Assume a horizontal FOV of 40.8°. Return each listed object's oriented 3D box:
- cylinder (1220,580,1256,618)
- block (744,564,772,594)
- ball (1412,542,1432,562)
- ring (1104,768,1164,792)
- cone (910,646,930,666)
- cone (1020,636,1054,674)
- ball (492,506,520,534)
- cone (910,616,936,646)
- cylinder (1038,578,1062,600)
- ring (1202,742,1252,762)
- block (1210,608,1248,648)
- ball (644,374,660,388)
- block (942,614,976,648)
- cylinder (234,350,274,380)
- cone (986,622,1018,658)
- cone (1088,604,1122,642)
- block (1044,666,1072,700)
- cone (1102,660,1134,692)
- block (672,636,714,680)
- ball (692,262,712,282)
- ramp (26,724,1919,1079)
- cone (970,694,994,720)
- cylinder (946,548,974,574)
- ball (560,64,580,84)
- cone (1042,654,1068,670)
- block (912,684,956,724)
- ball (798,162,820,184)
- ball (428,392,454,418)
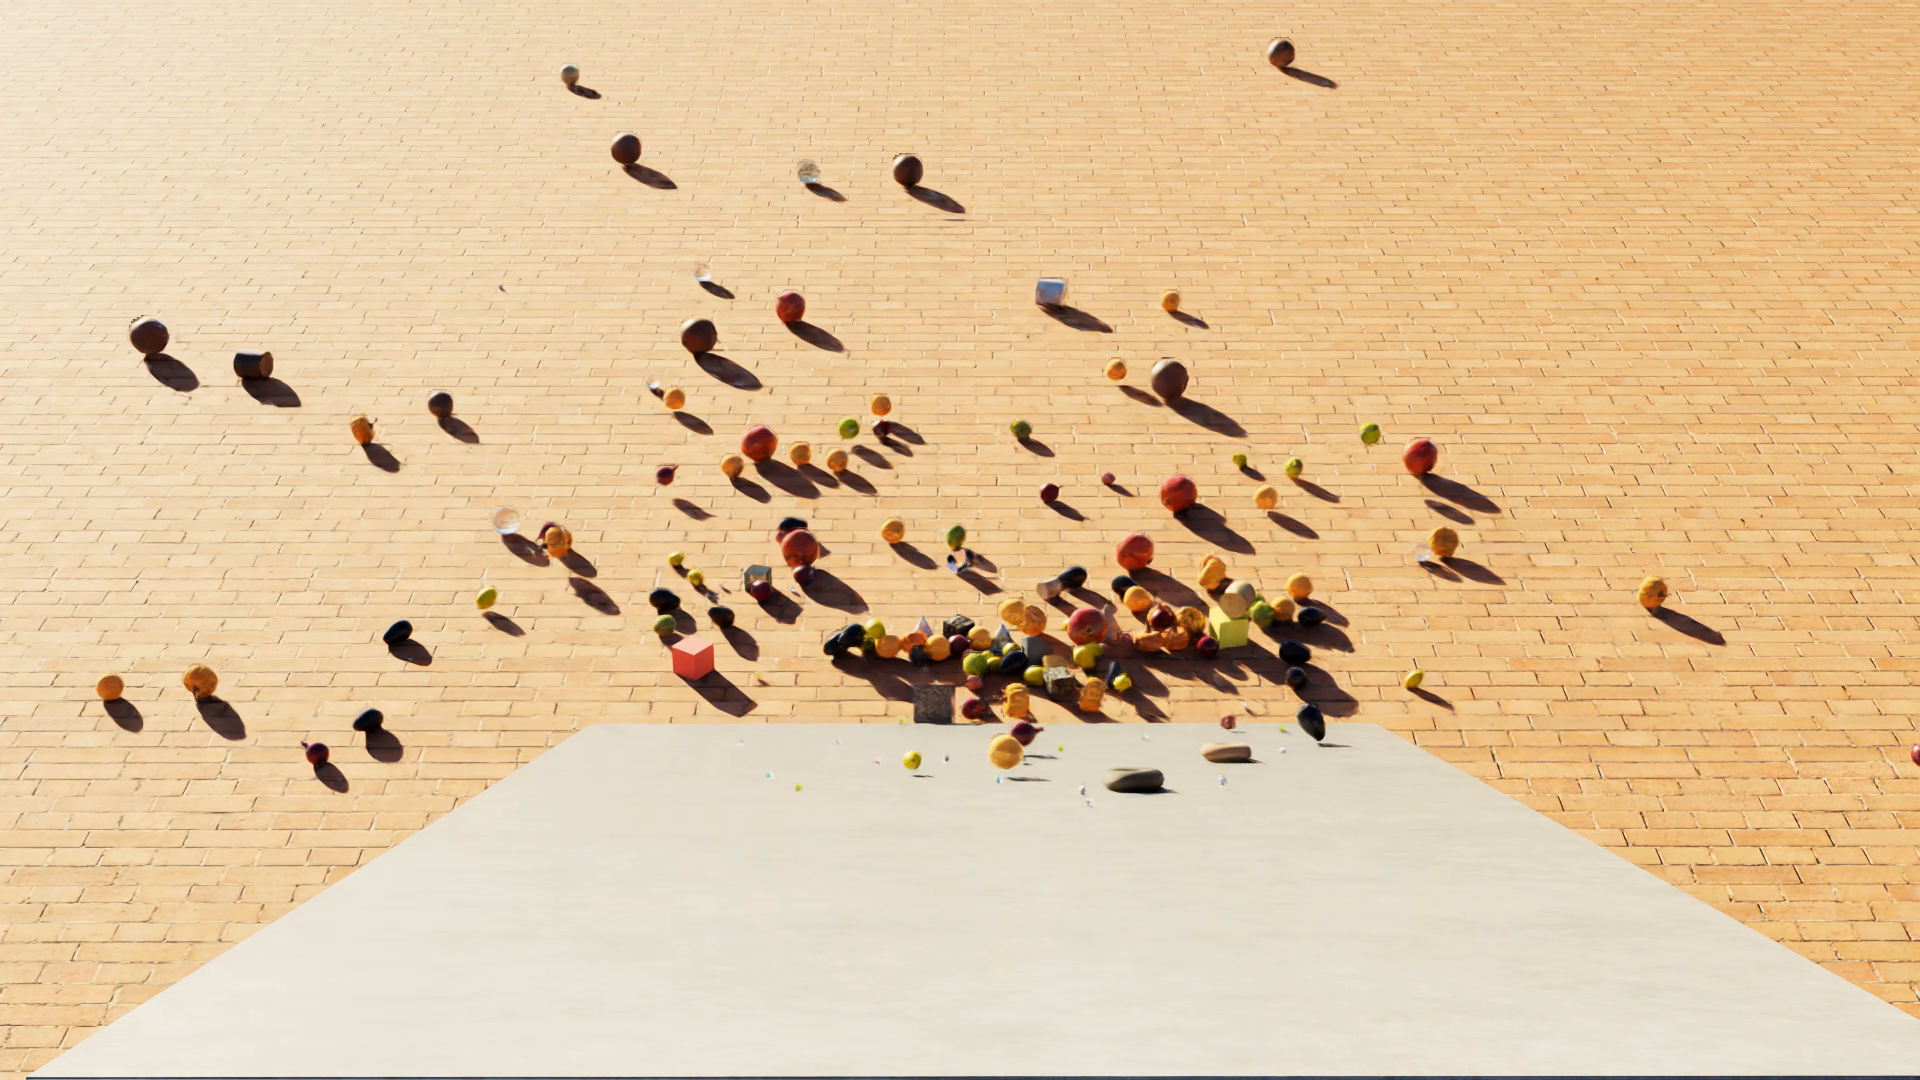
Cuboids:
[{"bbox_3d":[0.765,0.163,7.114,0.079,0.079,0.079,12,30,23],"label":"cylinder"},{"bbox_3d":[-0.579,0.112,7.414,0.060,0.060,0.060,10,29,19],"label":"block"},{"bbox_3d":[1.352,0.034,7.569,0.058,0.058,0.058,0,27,0],"label":"ball"},{"bbox_3d":[0.344,0.474,5.107,0.121,0.040,0.121,-1,0,0],"label":"ring"},{"bbox_3d":[-0.100,0.321,7.047,0.053,0.053,0.053,12,13,-44],"label":"cone"},{"bbox_3d":[0.196,0.328,7.013,0.093,0.093,0.093,10,55,18],"label":"cone"},{"bbox_3d":[-1.358,-0.058,7.719,0.086,0.086,0.086,0,27,0],"label":"ball"},{"bbox_3d":[-0.103,0.241,7.143,0.078,0.078,0.078,0,27,0],"label":"cone"},{"bbox_3d":[0.256,0.139,7.371,0.052,0.052,0.052,-18,32,-31],"label":"cylinder"},{"bbox_3d":[0.586,0.466,5.668,0.111,0.037,0.111,1,0,0],"label":"ring"},{"bbox_3d":[0.743,0.241,7.139,0.083,0.083,0.083,-6,28,-12],"label":"block"},{"bbox_3d":[-1.035,-0.534,8.687,0.050,0.050,0.050,0,27,0],"label":"ball"},{"bbox_3d":[-0.003,0.252,7.138,0.063,0.063,0.063,-23,35,-37],"label":"block"},{"bbox_3d":[-2.396,-0.595,8.756,0.096,0.096,0.096,6,28,11],"label":"cylinder"},{"bbox_3d":[0.117,0.263,7.092,0.086,0.086,0.086,0,27,0],"label":"cone"},{"bbox_3d":[0.406,0.217,7.169,0.097,0.097,0.097,0,27,0],"label":"cone"},{"bbox_3d":[0.261,0.380,6.891,0.060,0.060,0.060,-9,28,-17],"label":"block"},{"bbox_3d":[0.408,0.381,6.915,0.081,0.081,0.081,-45,45,-18],"label":"cone"},{"bbox_3d":[-0.722,0.319,6.990,0.080,0.080,0.080,19,33,32],"label":"block"},{"bbox_3d":[-0.954,-0.991,9.553,0.073,0.073,0.073,0,27,0],"label":"ball"},{"bbox_3d":[0.061,0.553,4.590,2.000,0.100,4.000,0,1,0],"label":"ramp"},{"bbox_3d":[0.059,0.430,6.793,0.062,0.062,0.062,0,27,0],"label":"cone"},{"bbox_3d":[0.002,0.061,7.516,0.060,0.060,0.060,-18,32,-31],"label":"cylinder"},{"bbox_3d":[-1.773,-2.112,11.722,0.092,0.092,0.092,0,27,0],"label":"ball"},{"bbox_3d":[0.249,0.362,6.957,0.075,0.075,0.075,6,54,12],"label":"cone"},{"bbox_3d":[-0.066,0.423,6.656,0.099,0.099,0.099,-1,-4,7],"label":"block"},{"bbox_3d":[-0.618,-1.495,10.520,0.090,0.090,0.090,0,27,0],"label":"ball"},{"bbox_3d":[-1.705,-0.446,8.475,0.086,0.086,0.086,0,27,0],"label":"ball"}]
